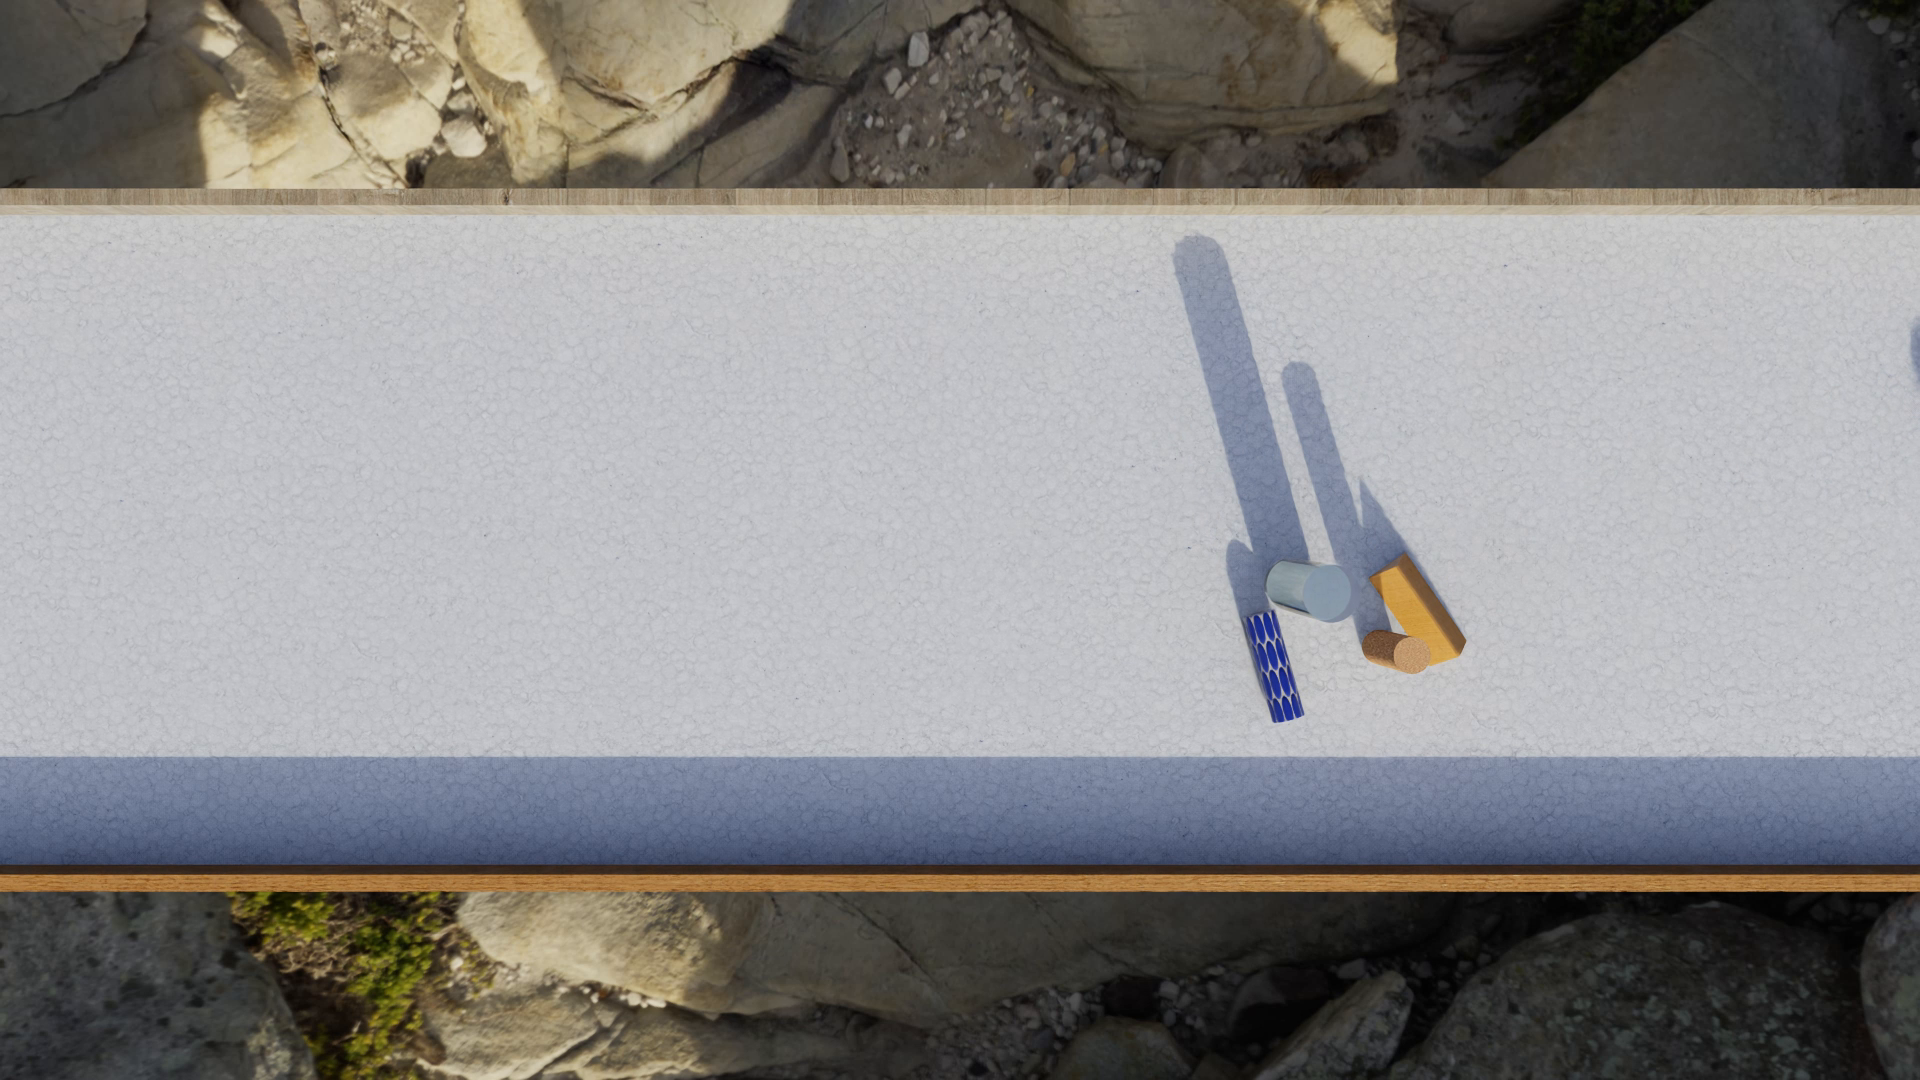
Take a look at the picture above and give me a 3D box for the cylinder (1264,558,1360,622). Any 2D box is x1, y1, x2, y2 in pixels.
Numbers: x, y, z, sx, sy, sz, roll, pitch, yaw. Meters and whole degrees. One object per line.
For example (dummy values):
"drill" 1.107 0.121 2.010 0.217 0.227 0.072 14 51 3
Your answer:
"cylinder" 1.029 0.144 4.849 0.164 0.445 0.164 0 92 -3

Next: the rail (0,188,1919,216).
"rail" -2.247 -1.025 5.002 12.000 0.150 0.050 0 90 0

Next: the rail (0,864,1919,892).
"rail" -2.247 1.025 5.001 12.000 0.150 0.050 0 90 0

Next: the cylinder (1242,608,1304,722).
"cylinder" 0.956 0.383 5.026 0.101 0.101 0.333 -16 90 0

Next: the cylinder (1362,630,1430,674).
"cylinder" 1.290 0.329 4.891 0.106 0.370 0.106 0 90 0

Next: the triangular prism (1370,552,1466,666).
"triangular prism" 1.406 0.214 5.014 0.137 0.118 0.330 -35 90 0
